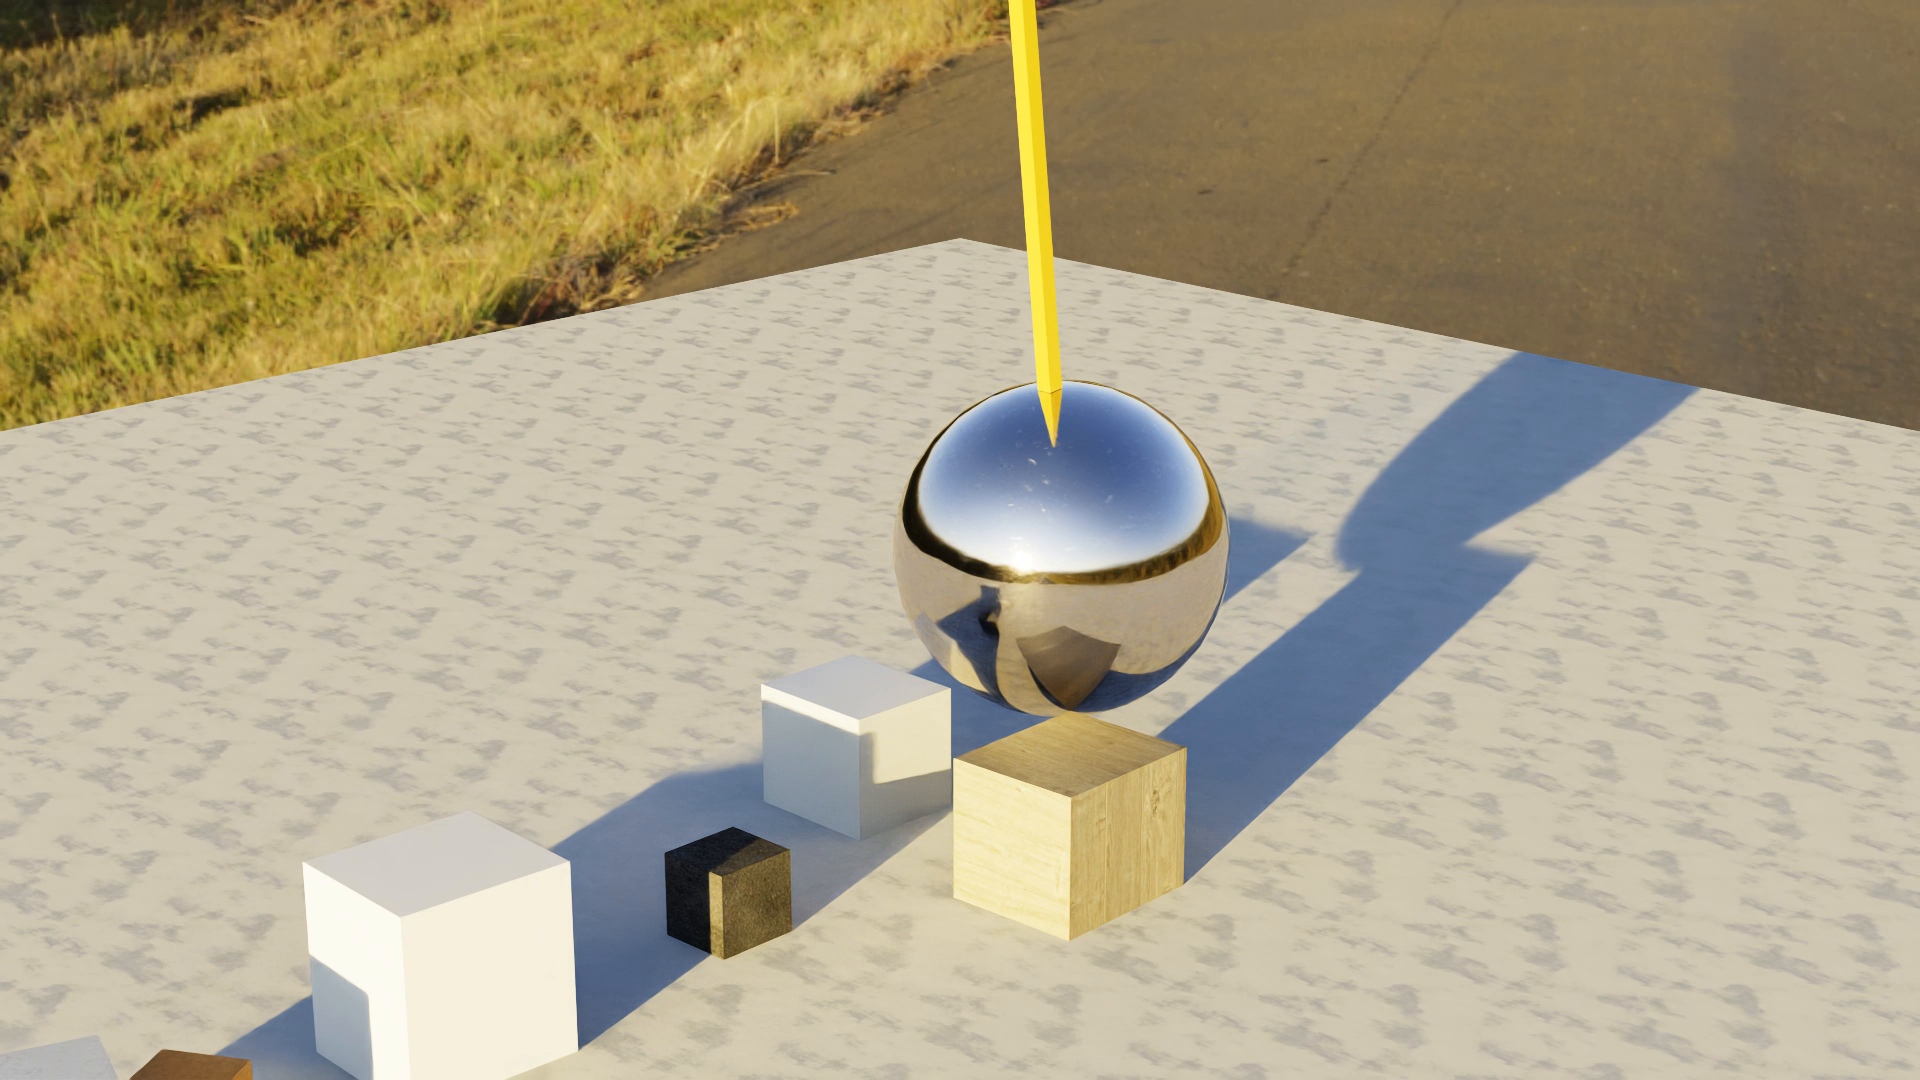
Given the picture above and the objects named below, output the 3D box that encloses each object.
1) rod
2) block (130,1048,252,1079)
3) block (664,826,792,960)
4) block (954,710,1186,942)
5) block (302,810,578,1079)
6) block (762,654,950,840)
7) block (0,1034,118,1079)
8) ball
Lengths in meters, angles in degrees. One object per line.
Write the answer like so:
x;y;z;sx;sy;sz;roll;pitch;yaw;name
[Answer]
0.208;-3.101;12.585;0.080;5.200;0.080;17;30;42;rod
-2.857;2.157;10.837;0.363;0.386;0.363;4;18;13;block
-1.011;1.538;12.802;0.370;0.389;0.401;16;23;41;block
0.494;1.270;13.182;0.681;0.673;0.803;15;23;40;block
-2.063;1.663;11.672;0.778;0.829;0.707;-15;23;-40;block
-0.500;0.992;14.173;0.604;0.608;0.685;-17;24;-42;block
-3.256;2.189;10.417;0.533;0.577;0.563;-8;19;-25;block
0.480;0.040;13.858;1.600;1.600;1.600;0;17;0;ball
